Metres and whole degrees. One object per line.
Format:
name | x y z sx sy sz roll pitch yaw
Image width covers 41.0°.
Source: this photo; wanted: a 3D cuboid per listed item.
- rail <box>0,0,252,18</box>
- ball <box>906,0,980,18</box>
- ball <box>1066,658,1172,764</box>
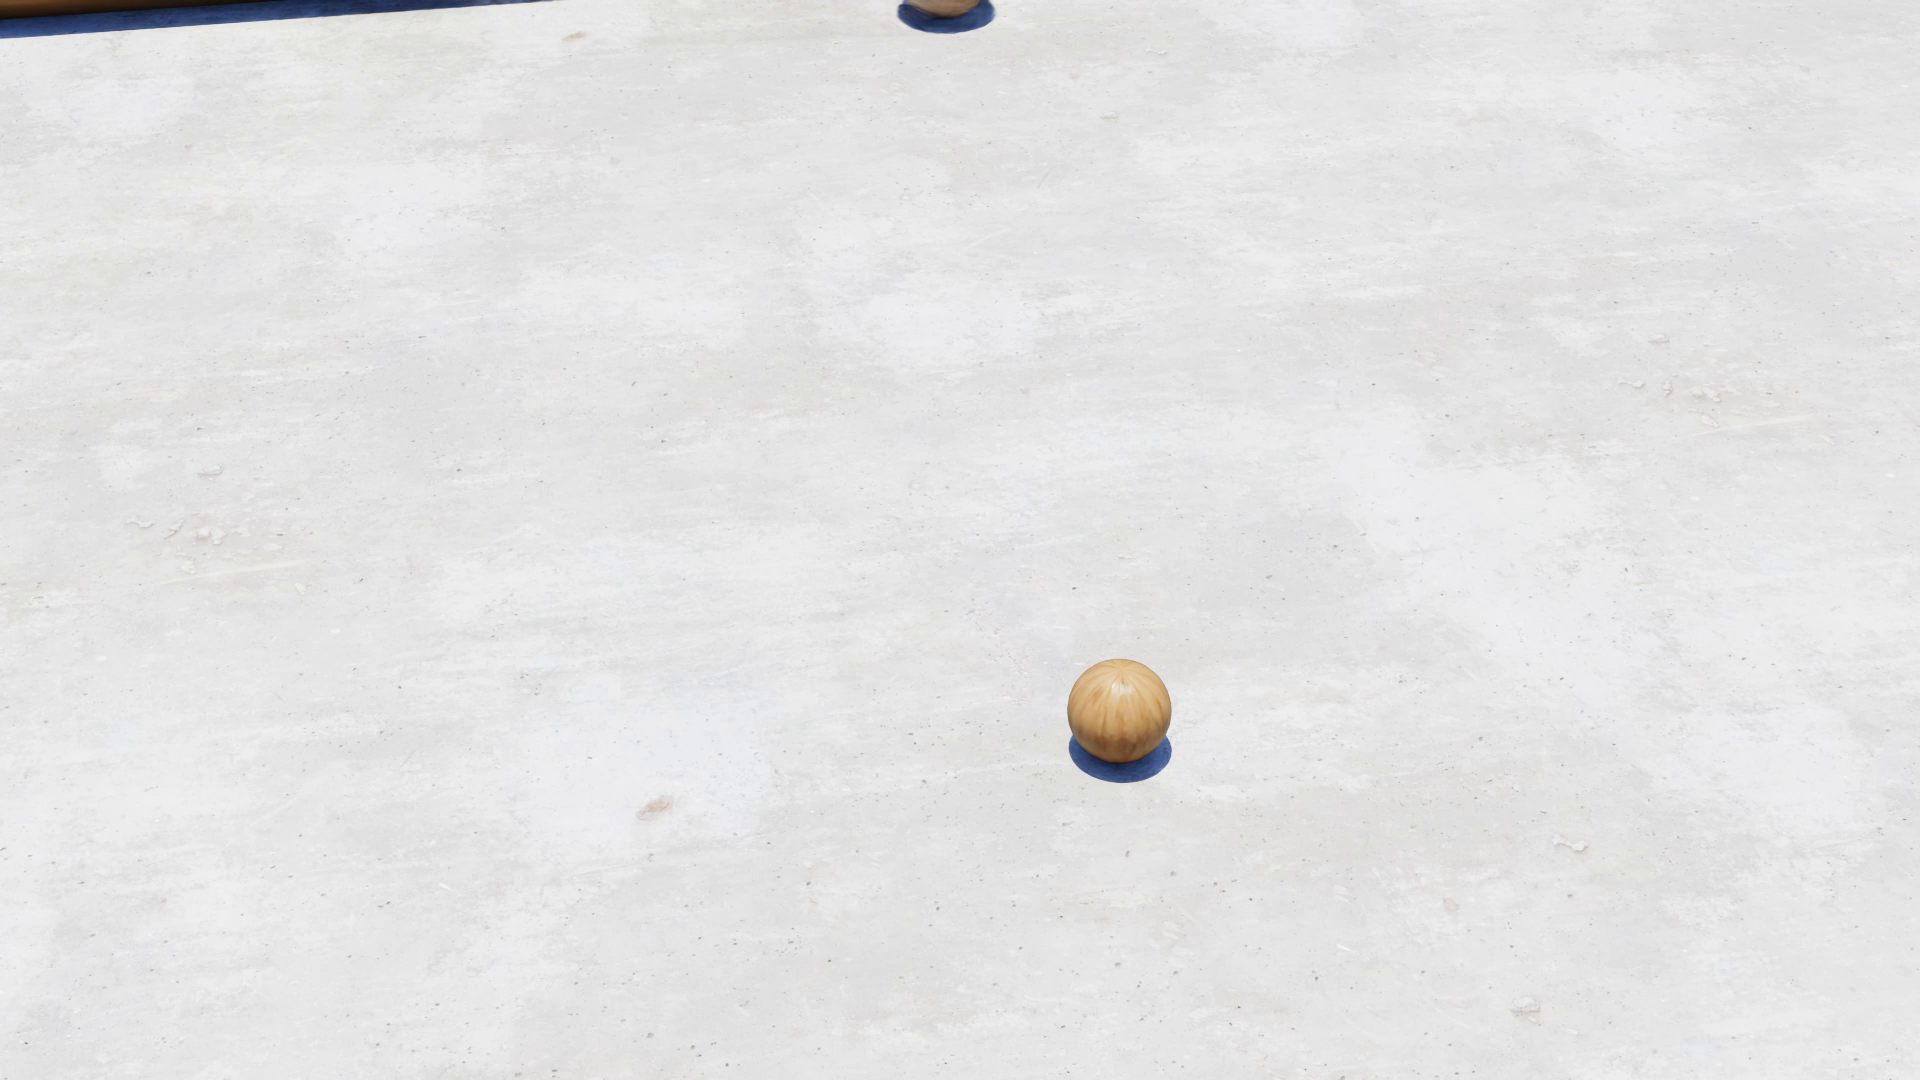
rail | 0.659 -0.637 2.393 3.288 0.115 0.045 -6 37 -8
ball | -0.015 -0.498 2.228 0.089 0.089 0.089 0 36 0
ball | 0.090 0.096 1.442 0.059 0.059 0.059 0 36 0
